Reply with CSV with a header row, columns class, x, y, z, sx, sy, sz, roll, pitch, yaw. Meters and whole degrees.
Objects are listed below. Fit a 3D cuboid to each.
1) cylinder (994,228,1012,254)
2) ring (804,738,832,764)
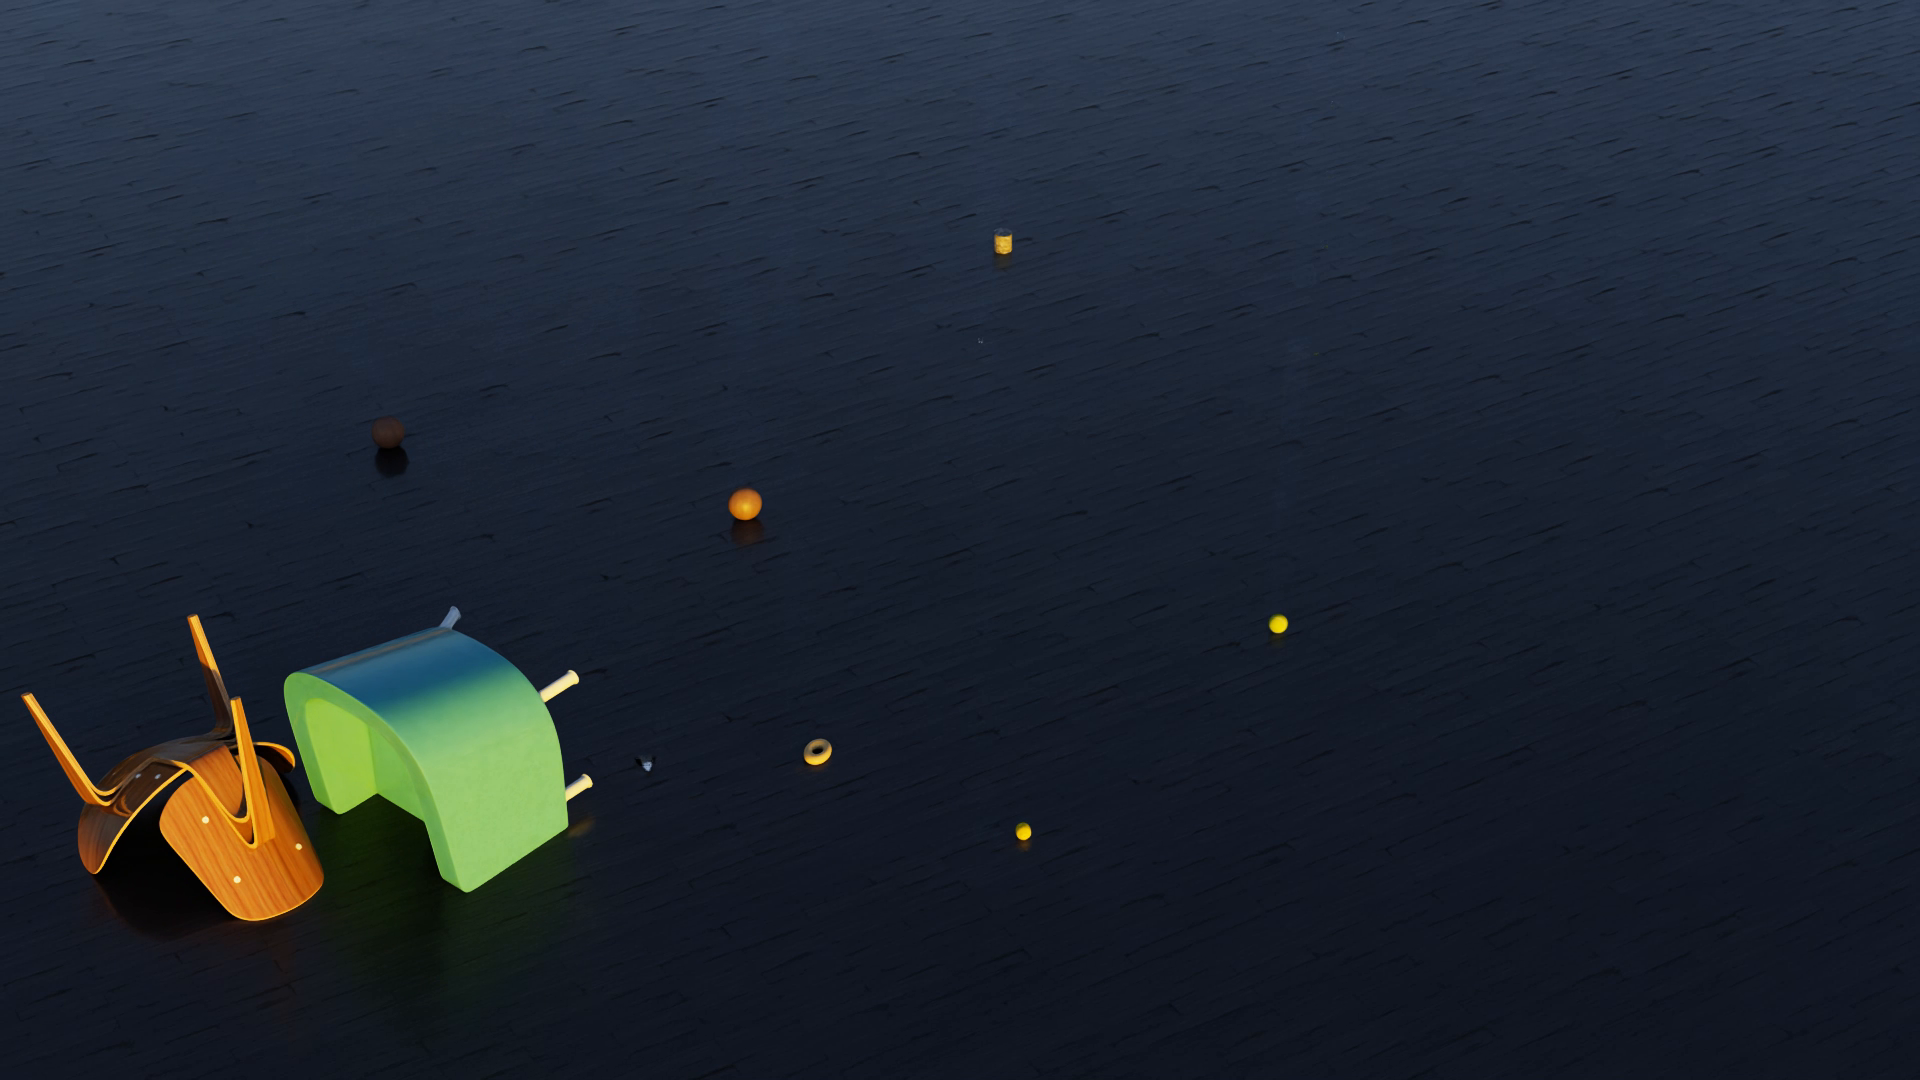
class,x,y,z,sx,sy,sz,roll,pitch,yaw
cylinder,0.188,-1.314,12.864,0.080,0.082,0.090,-3,34,-5
ring,-0.478,0.710,9.838,0.093,0.032,0.131,7,33,12
